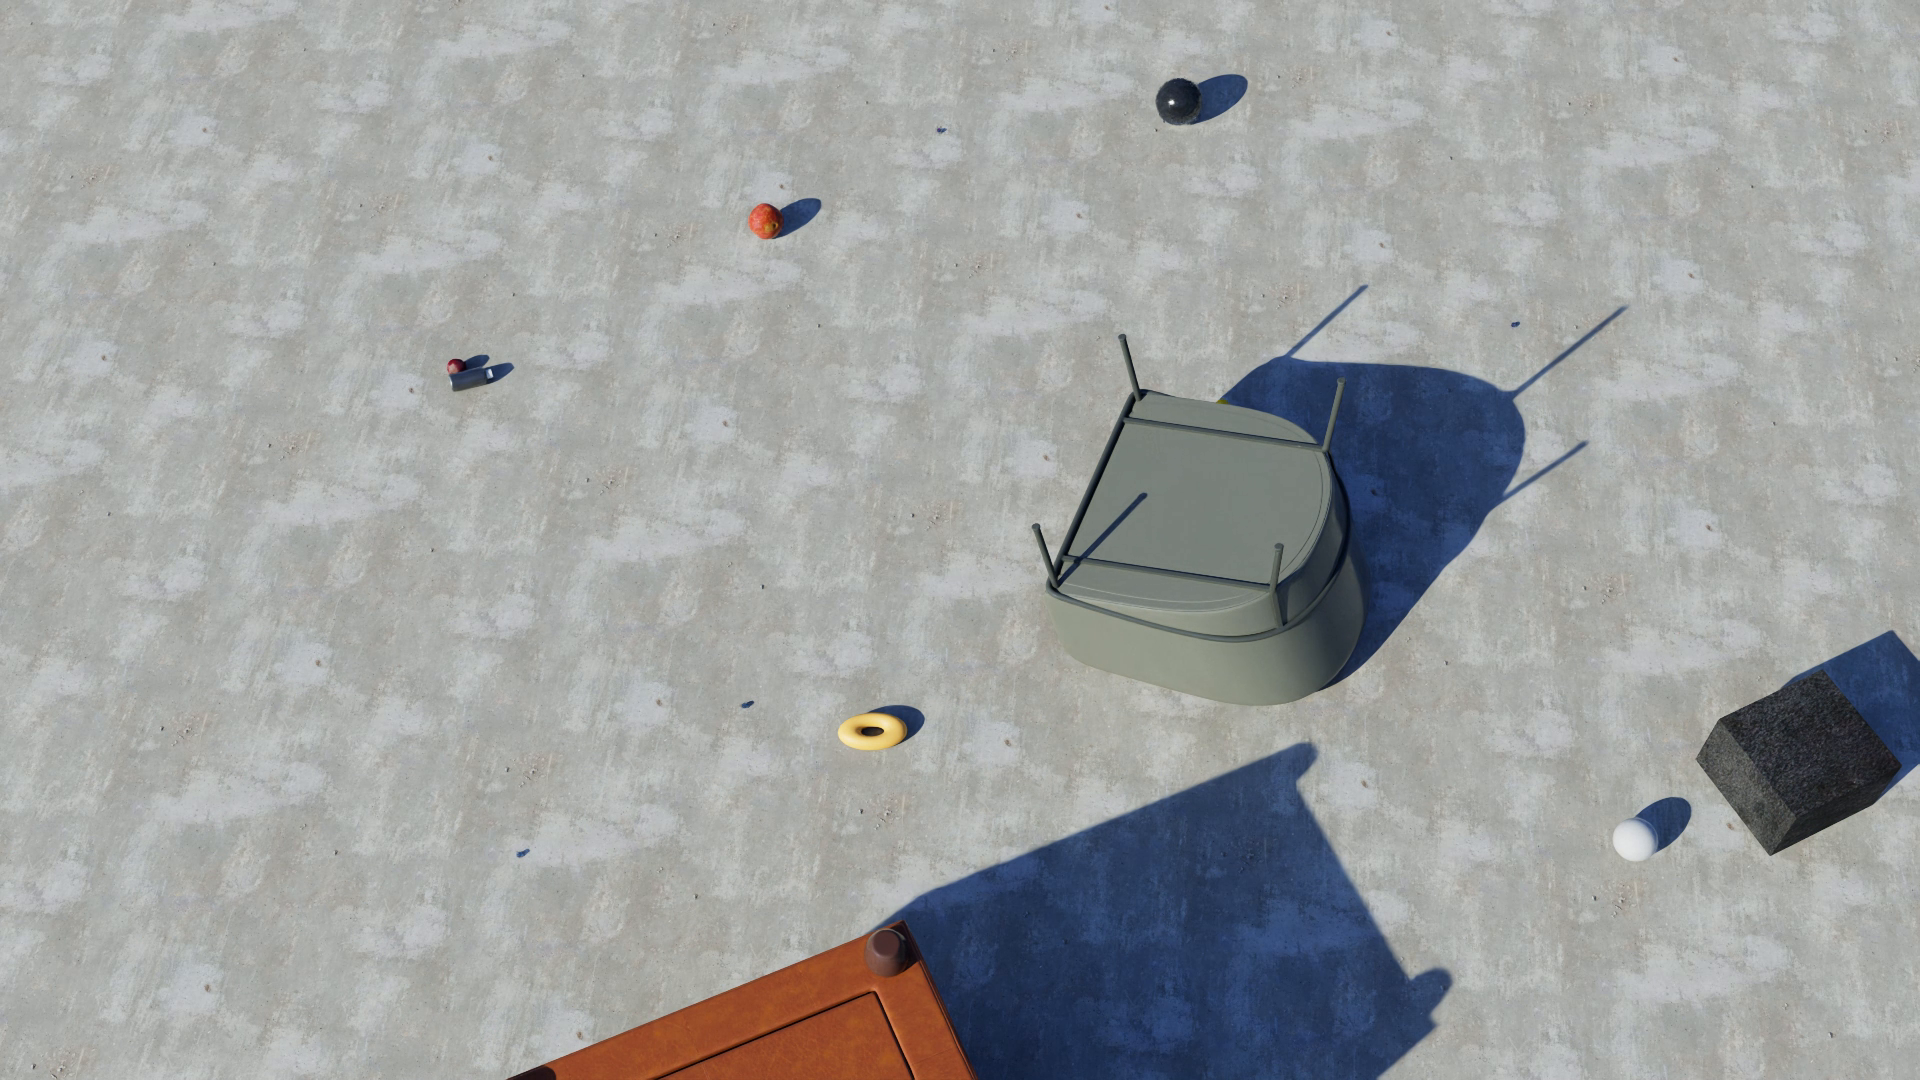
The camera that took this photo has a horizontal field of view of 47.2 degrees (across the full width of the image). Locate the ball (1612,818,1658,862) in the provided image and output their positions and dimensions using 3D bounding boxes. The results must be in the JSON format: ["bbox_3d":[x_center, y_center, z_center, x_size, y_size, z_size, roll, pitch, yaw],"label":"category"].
[{"bbox_3d":[1.830,0.812,5.958,0.119,0.119,0.119,0,56,0],"label":"ball"}]

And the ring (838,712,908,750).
[{"bbox_3d":[-0.245,0.538,6.184,0.196,0.049,0.112,-3,58,-3],"label":"ring"}]

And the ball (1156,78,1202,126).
[{"bbox_3d":[0.745,-1.490,7.478,0.160,0.160,0.160,0,56,0],"label":"ball"}]

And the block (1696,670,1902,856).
[{"bbox_3d":[2.292,0.609,6.026,0.353,0.231,0.334,-22,59,-14],"label":"block"}]
